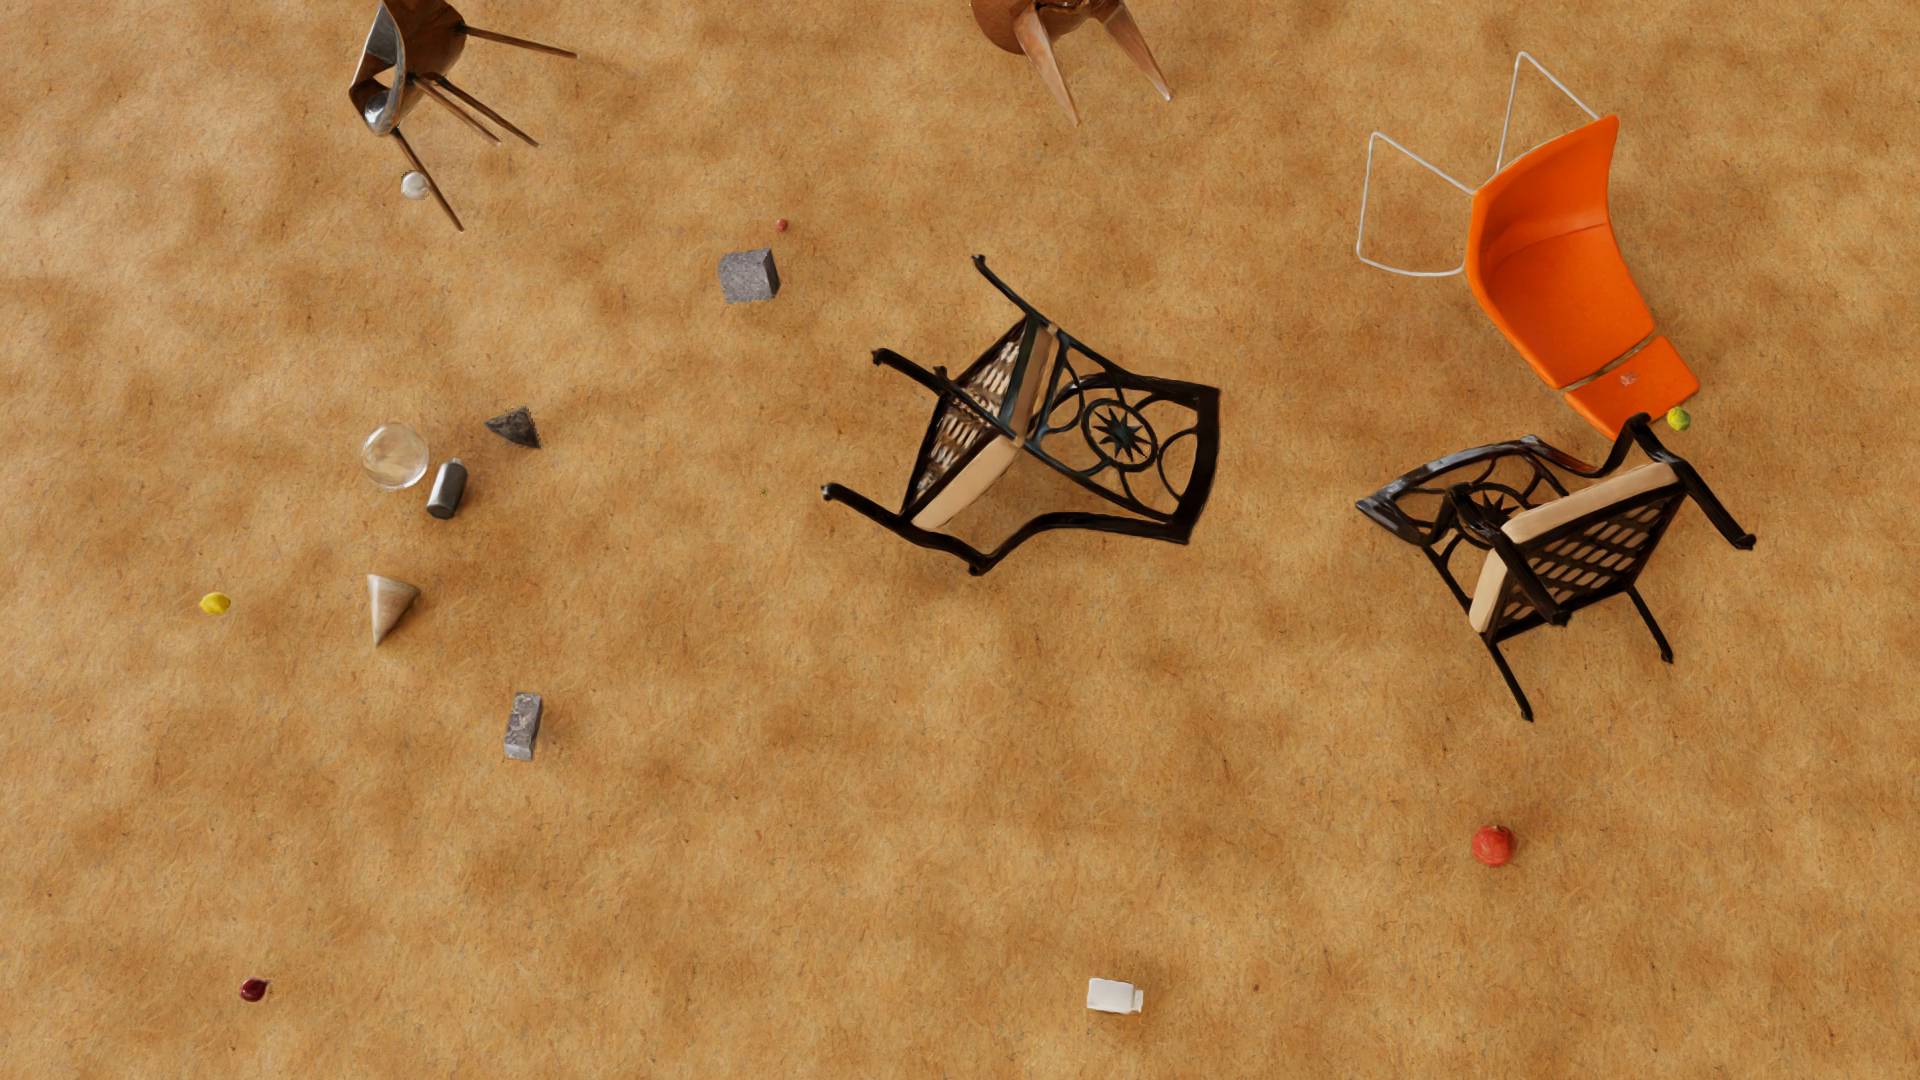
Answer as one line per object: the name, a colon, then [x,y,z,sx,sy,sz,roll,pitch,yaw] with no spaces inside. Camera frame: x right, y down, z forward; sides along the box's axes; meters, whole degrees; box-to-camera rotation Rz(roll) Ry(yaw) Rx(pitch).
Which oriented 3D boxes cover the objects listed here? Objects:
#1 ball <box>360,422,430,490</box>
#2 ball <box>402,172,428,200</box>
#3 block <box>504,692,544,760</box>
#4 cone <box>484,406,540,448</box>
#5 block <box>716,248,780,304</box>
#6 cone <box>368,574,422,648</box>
ball: [-1.703,-0.253,6.622,0.202,0.202,0.202,0,56,0]
ball: [-1.551,-1.009,6.264,0.074,0.074,0.074,0,56,0]
block: [-1.218,0.519,6.136,0.071,0.090,0.159,8,59,-2]
cone: [-1.342,-0.362,6.685,0.185,0.178,0.097,26,100,-6]
block: [-0.675,-0.843,7.023,0.158,0.131,0.094,-5,32,16]
cone: [-1.667,0.221,6.386,0.161,0.130,0.201,19,75,-26]
